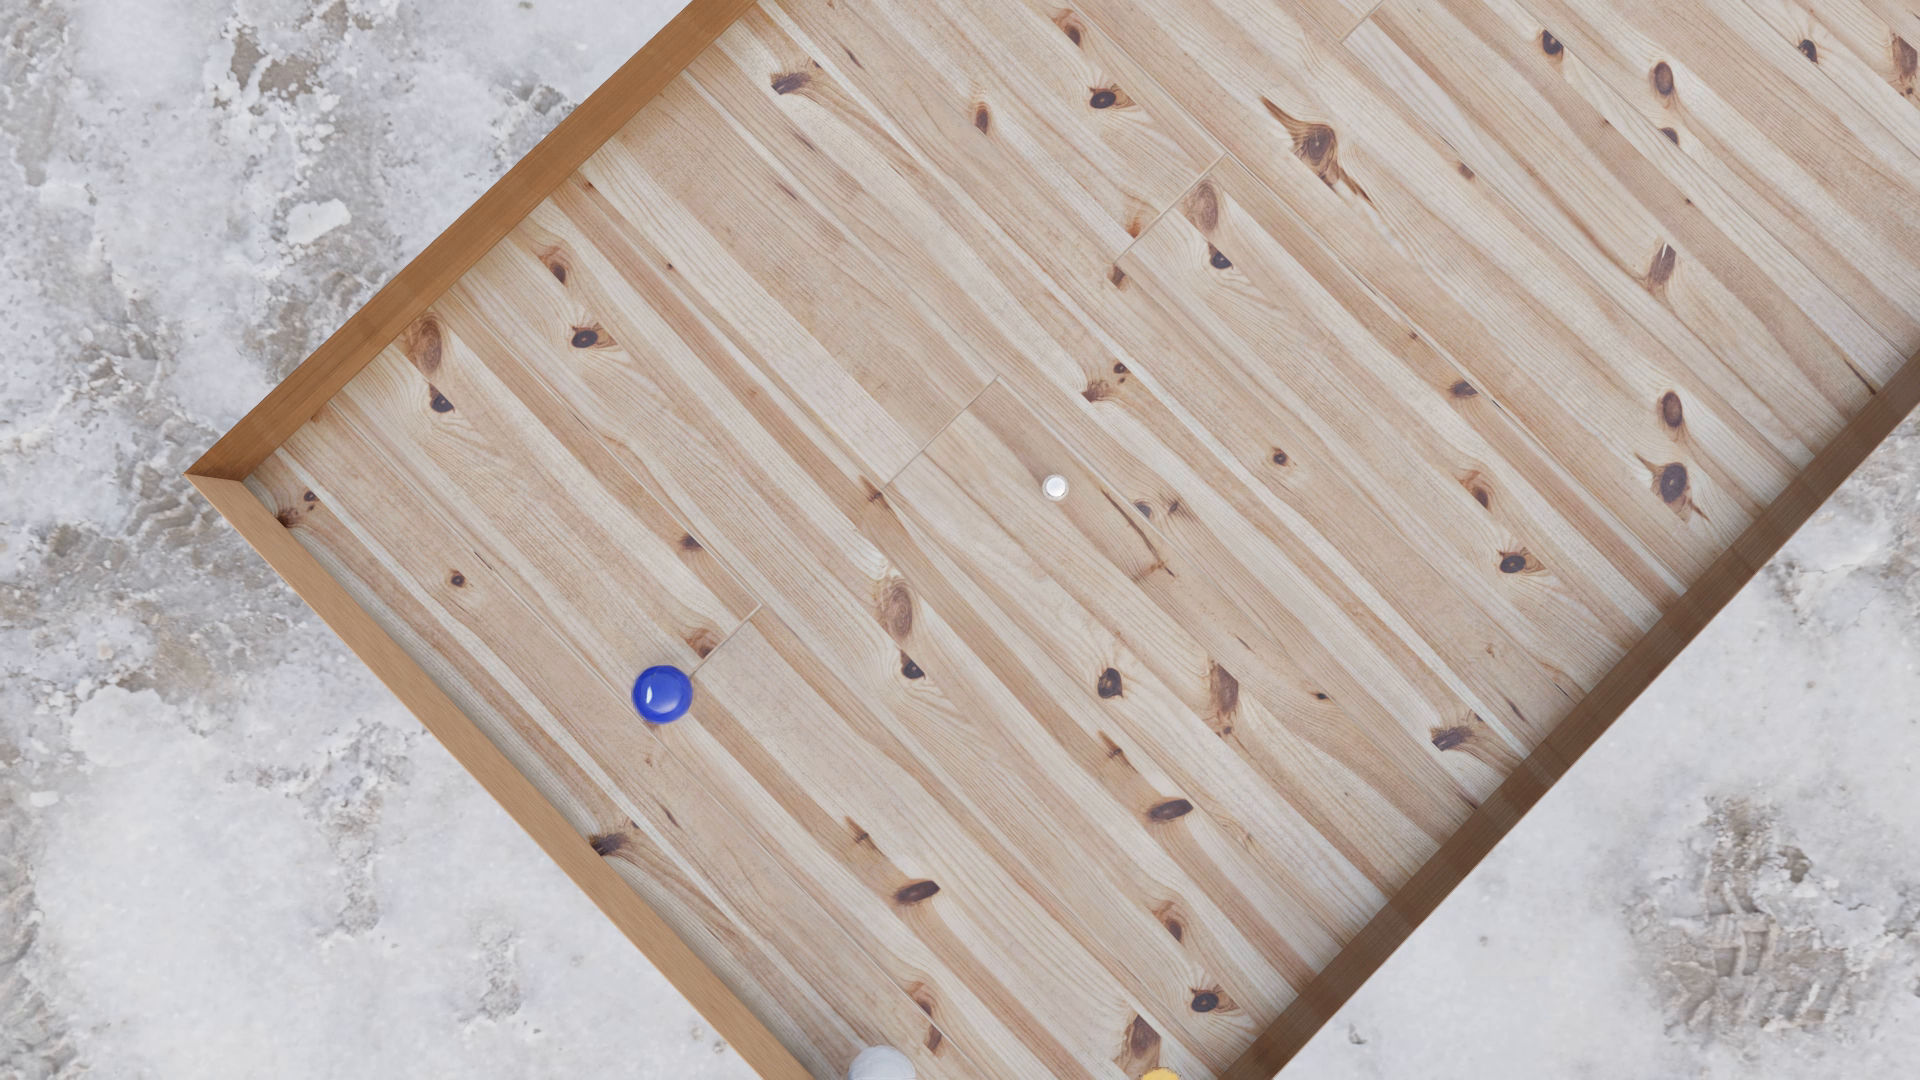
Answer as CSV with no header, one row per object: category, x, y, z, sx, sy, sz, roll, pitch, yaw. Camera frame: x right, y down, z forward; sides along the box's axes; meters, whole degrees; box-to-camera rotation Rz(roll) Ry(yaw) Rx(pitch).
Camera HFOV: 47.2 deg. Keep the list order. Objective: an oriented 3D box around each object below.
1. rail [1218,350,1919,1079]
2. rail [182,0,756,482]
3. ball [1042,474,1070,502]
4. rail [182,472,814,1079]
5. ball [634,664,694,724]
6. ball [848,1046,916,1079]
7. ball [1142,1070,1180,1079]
rail,1.114,0.061,3.234,2.969,0.128,0.045,-45,84,-6
rail,-0.063,-1.105,3.419,2.969,0.128,0.045,-45,84,-6
ball,0.144,-0.078,3.301,0.042,0.042,0.042,0,81,0
rail,-0.509,0.497,3.165,0.045,0.128,1.714,-45,84,-6
ball,-0.436,0.226,3.229,0.087,0.087,0.087,0,81,0
ball,-0.112,0.772,3.138,0.098,0.098,0.098,0,81,0
ball,0.287,0.793,3.149,0.068,0.068,0.068,0,81,0
